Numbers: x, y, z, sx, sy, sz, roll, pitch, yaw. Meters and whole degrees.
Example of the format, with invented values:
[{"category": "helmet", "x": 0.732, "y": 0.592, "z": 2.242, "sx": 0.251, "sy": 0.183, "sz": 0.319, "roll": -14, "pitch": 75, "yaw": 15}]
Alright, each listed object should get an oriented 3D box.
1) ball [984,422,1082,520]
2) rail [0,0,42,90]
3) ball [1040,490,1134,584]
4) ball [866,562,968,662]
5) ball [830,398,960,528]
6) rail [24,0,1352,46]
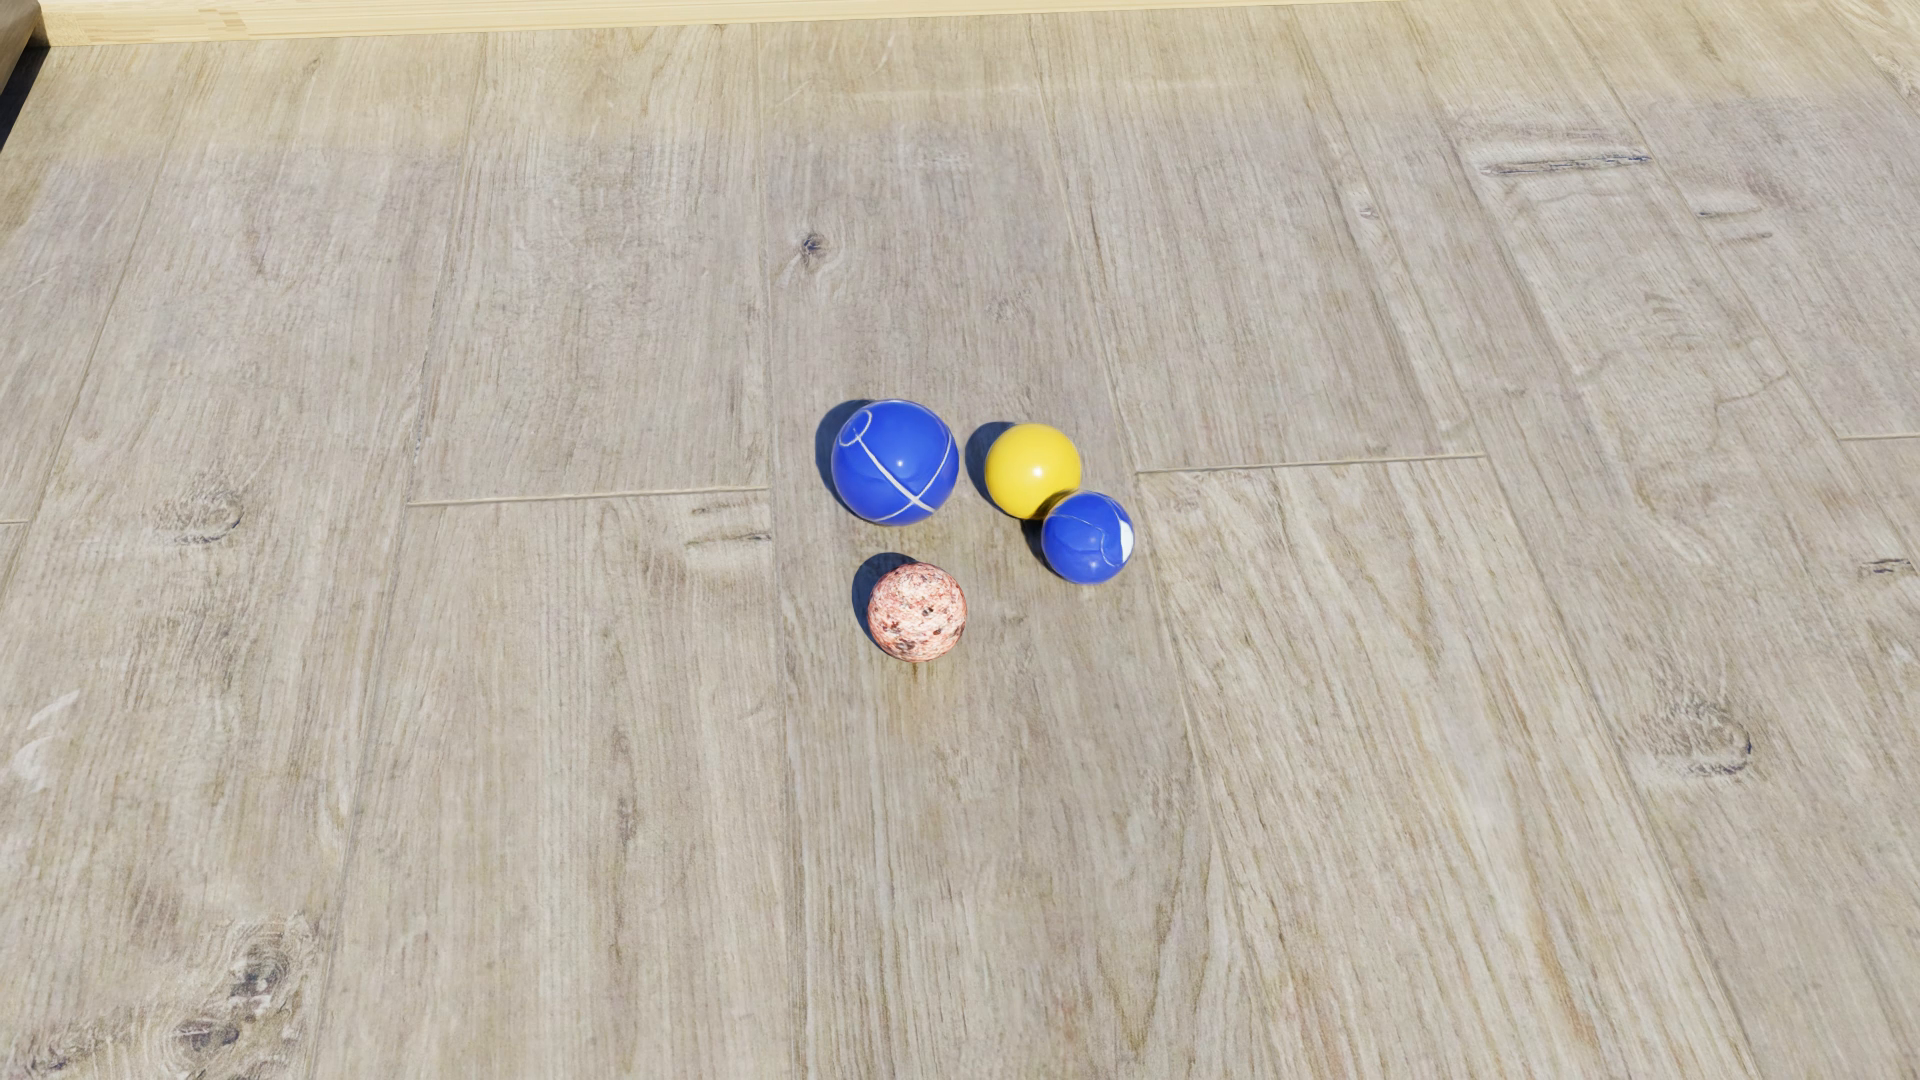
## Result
[{"category": "ball", "x": 0.049, "y": -0.046, "z": 1.723, "sx": 0.066, "sy": 0.066, "sz": 0.066, "roll": 0, "pitch": 36, "yaw": 0}, {"category": "rail", "x": -0.767, "y": 0.019, "z": 1.593, "sx": 0.045, "sy": 0.111, "sz": 1.760, "roll": -3, "pitch": 36, "yaw": -4}, {"category": "ball", "x": 0.083, "y": -0.001, "z": 1.666, "sx": 0.061, "sy": 0.061, "sz": 0.061, "roll": 0, "pitch": 36, "yaw": 0}, {"category": "ball", "x": -0.027, "y": 0.045, "z": 1.600, "sx": 0.063, "sy": 0.063, "sz": 0.063, "roll": 0, "pitch": 36, "yaw": 0}, {"category": "ball", "x": -0.043, "y": -0.052, "z": 1.714, "sx": 0.086, "sy": 0.086, "sz": 0.086, "roll": 0, "pitch": 36, "yaw": 0}, {"category": "rail", "x": 0.722, "y": -0.555, "z": 2.385, "sx": 3.173, "sy": 0.111, "sz": 0.045, "roll": -3, "pitch": 36, "yaw": -4}]
